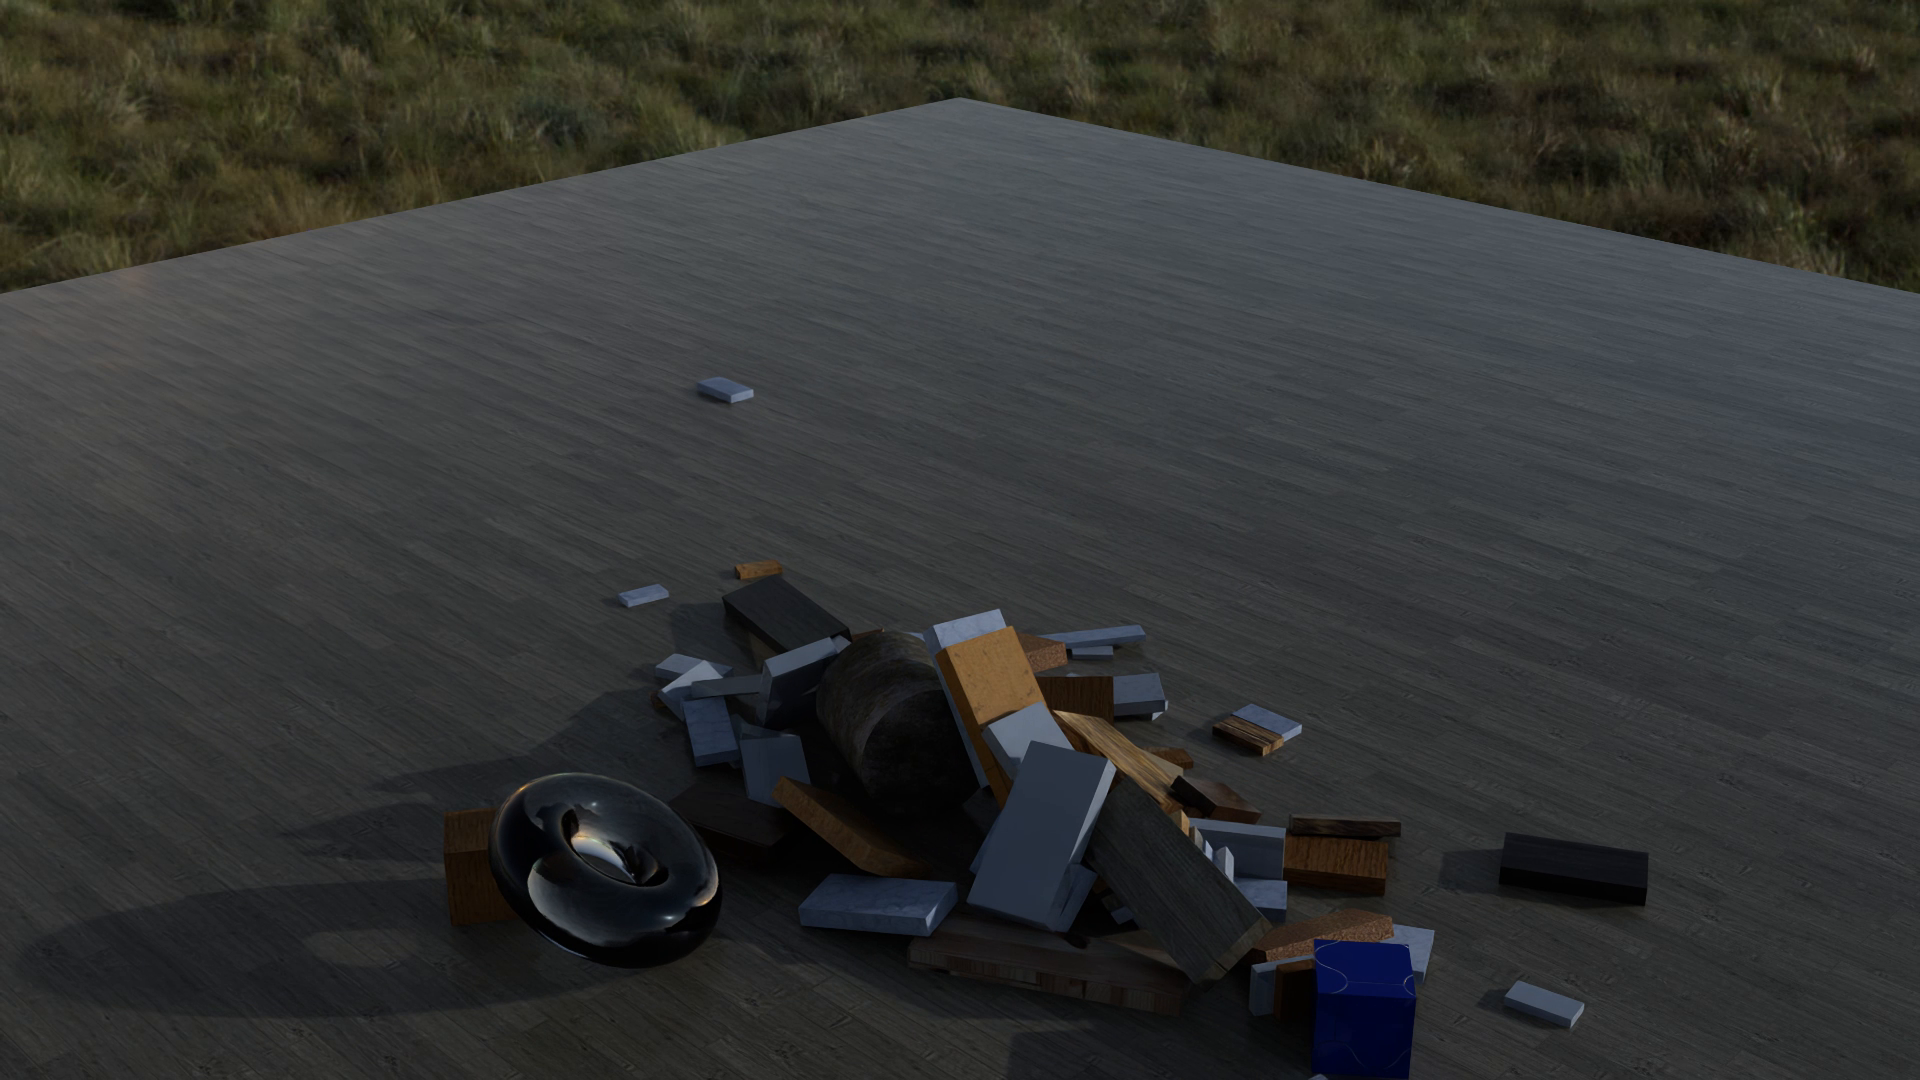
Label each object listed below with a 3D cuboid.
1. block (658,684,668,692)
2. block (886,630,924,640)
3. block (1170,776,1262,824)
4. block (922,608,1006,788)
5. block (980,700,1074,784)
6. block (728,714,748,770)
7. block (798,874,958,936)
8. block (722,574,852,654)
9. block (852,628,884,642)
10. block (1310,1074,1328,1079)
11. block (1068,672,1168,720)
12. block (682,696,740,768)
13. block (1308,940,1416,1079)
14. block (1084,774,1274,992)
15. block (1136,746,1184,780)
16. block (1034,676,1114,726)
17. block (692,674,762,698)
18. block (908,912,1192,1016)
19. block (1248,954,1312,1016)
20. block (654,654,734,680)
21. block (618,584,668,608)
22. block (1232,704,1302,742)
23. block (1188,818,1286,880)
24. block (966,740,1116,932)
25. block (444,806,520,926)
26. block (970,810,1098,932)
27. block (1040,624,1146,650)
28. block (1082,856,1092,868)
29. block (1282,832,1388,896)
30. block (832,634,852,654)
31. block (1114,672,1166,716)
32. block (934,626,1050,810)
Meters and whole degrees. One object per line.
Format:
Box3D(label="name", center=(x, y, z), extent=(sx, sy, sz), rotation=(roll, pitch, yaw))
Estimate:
Box3D(label="block", center=(-0.620, 0.329, 4.924), extent=(0.056, 0.016, 0.112), rotation=(13, 26, 27))
Box3D(label="block", center=(-0.136, 0.264, 4.957), extent=(0.095, 0.027, 0.191), rotation=(3, 26, 7))
Box3D(label="block", center=(0.508, 0.516, 4.350), extent=(0.104, 0.029, 0.208), rotation=(38, 11, 33))
Box3D(label="block", center=(0.060, 0.312, 4.354), extent=(0.165, 0.330, 0.047), rotation=(-13, -15, -35))
Box3D(label="block", center=(0.172, 0.450, 4.208), extent=(0.136, 0.039, 0.273), rotation=(-22, 69, -34))
Box3D(label="block", center=(-0.480, 0.430, 4.713), extent=(0.091, 0.026, 0.183), rotation=(-13, 26, -27))
Box3D(label="block", center=(-0.151, 0.673, 4.068), extent=(0.265, 0.037, 0.132), rotation=(0, 21, 26))
Box3D(label="block", center=(-0.411, 0.187, 5.180), extent=(0.148, 0.042, 0.438), rotation=(-23, 25, -20))
Box3D(label="block", center=(-0.230, 0.264, 4.986), extent=(0.095, 0.027, 0.191), rotation=(-14, 21, 14))
Box3D(label="block", center=(0.550, 0.925, 3.550), extent=(0.173, 0.024, 0.086), rotation=(-16, 28, -34))
Box3D(label="block", center=(0.337, 0.349, 4.913), extent=(0.251, 0.020, 0.070), rotation=(15, 27, 31))
Box3D(label="block", center=(-0.534, 0.407, 4.702), extent=(0.091, 0.026, 0.241), rotation=(-9, 26, -10))
Box3D(label="block", center=(0.674, 0.788, 3.701), extent=(0.159, 0.159, 0.159), rotation=(2, 23, 6))
Box3D(label="block", center=(0.371, 0.613, 3.964), extent=(0.166, 0.047, 0.428), rotation=(-45, 44, 0))
Box3D(label="block", center=(0.402, 0.465, 4.516), extent=(0.117, 0.017, 0.058), rotation=(25, 23, -5))
Box3D(label="block", center=(0.222, 0.354, 4.784), extent=(0.222, 0.111, 0.031), rotation=(0, -8, -1))
Box3D(label="block", center=(-0.452, 0.317, 4.806), extent=(0.256, 0.036, 0.128), rotation=(-8, -7, 40))
Box3D(label="block", center=(0.164, 0.754, 3.935), extent=(0.499, 0.039, 0.136), rotation=(7, 24, 16))
Box3D(label="block", center=(0.592, 0.770, 3.831), extent=(0.178, 0.089, 0.025), rotation=(-7, 24, -16))
Box3D(label="block", center=(-0.607, 0.301, 5.023), extent=(0.161, 0.023, 0.081), rotation=(11, 25, 25))
Box3D(label="block", center=(-0.780, 0.136, 5.419), extent=(0.110, 0.016, 0.055), rotation=(-15, 27, -31))
Box3D(label="block", center=(0.667, 0.399, 4.795), extent=(0.070, 0.020, 0.140), rotation=(-21, 31, -40))
Box3D(label="block", center=(0.478, 0.600, 4.174), extent=(0.269, 0.135, 0.038), rotation=(5, 24, 12))
Box3D(label="block", center=(0.152, 0.544, 4.062), extent=(0.166, 0.047, 0.331), rotation=(11, 66, 30))
Box3D(label="block", center=(-0.884, 0.608, 4.130), extent=(0.154, 0.154, 0.154), rotation=(-5, 23, -11))
Box3D(label="block", center=(0.136, 0.622, 4.128), extent=(0.037, 0.132, 0.265), rotation=(27, 1, -41))
Box3D(label="block", center=(0.060, 0.255, 5.116), extent=(0.757, 0.016, 0.056), rotation=(-6, 24, -10))
Box3D(label="block", center=(0.204, 0.635, 4.154), extent=(0.110, 0.016, 0.055), rotation=(-39, 11, 22))
Box3D(label="block", center=(0.639, 0.617, 4.258), extent=(0.368, 0.038, 0.135), rotation=(5, 23, 12))
Box3D(label="block", center=(-0.271, 0.286, 4.876), extent=(0.128, 0.036, 0.256), rotation=(-27, 22, -16))
Box3D(label="block", center=(0.335, 0.346, 4.857), extent=(0.222, 0.031, 0.111), rotation=(-5, 28, -2))
Box3D(label="block", center=(0.092, 0.348, 4.295), extent=(0.165, 0.334, 0.047), rotation=(-16, -13, -34))
